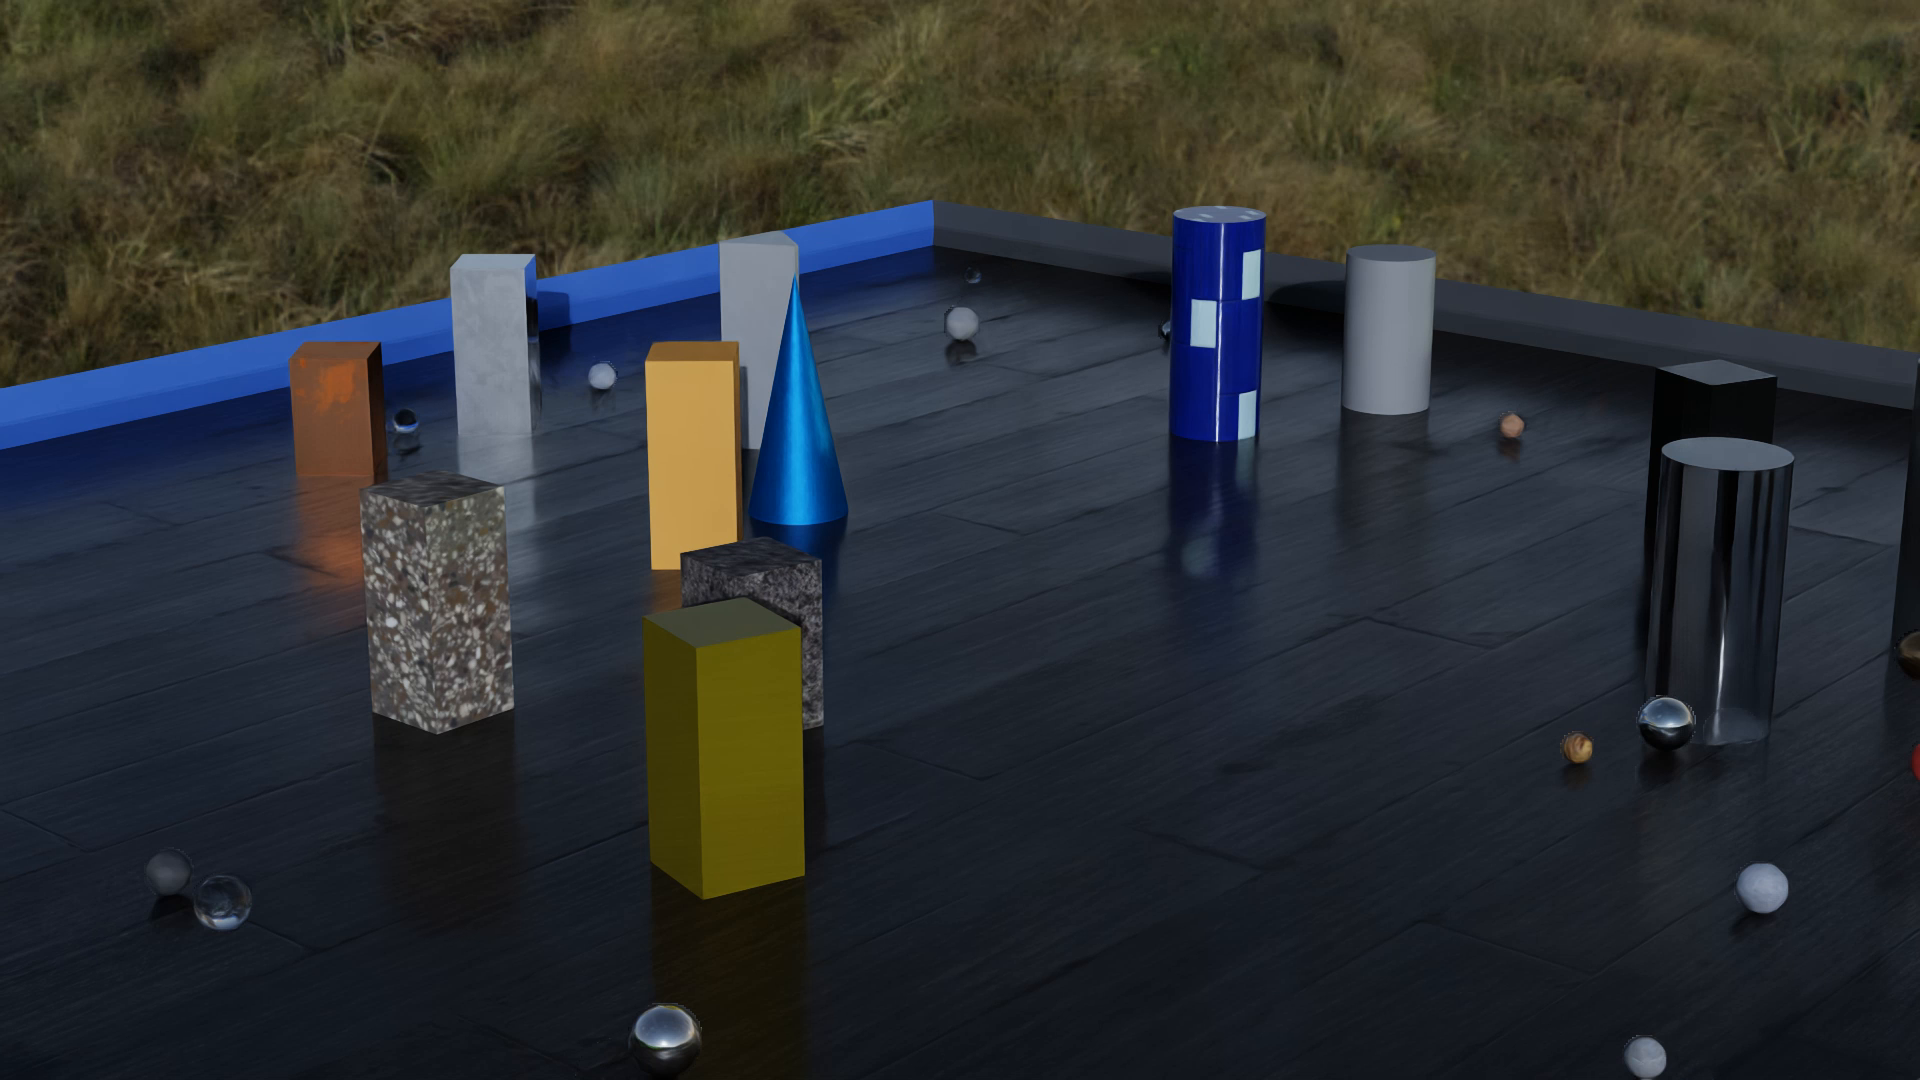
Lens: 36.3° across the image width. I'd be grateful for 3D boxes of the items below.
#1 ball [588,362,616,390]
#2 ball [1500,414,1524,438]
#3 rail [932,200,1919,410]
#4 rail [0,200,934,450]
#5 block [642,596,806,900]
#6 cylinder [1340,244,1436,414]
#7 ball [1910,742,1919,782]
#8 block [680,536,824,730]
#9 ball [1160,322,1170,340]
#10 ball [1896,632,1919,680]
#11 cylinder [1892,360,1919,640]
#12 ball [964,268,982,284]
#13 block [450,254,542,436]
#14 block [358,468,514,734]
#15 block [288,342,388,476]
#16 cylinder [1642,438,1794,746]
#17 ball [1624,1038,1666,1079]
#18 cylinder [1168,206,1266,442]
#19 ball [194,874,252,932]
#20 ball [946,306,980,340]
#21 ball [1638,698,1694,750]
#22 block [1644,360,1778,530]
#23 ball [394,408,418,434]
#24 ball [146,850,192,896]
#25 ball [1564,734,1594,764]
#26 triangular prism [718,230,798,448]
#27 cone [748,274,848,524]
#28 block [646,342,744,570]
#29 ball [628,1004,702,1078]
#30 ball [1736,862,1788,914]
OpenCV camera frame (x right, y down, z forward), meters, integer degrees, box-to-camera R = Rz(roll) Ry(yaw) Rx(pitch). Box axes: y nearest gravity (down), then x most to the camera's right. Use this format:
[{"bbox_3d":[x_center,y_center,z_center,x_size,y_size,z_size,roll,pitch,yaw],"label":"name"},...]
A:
[{"bbox_3d":[-0.800,-0.366,6.553,0.061,0.061,0.061,0,17,0],"label":"ball"},{"bbox_3d":[1.156,-0.238,6.146,0.051,0.051,0.051,0,17,0],"label":"ball"},{"bbox_3d":[1.520,-0.474,6.796,4.268,0.126,0.045,14,22,39],"label":"rail"},{"bbox_3d":[-1.594,-0.368,6.445,0.045,0.126,4.684,14,22,39],"label":"rail"},{"bbox_3d":[-0.315,0.276,3.921,0.155,0.352,0.155,-10,20,-31],"label":"block"},{"bbox_3d":[0.933,-0.460,6.388,0.193,0.336,0.193,0,17,0],"label":"cylinder"},{"bbox_3d":[1.417,0.322,4.236,0.083,0.083,0.083,0,17,0],"label":"ball"},{"bbox_3d":[-0.317,0.152,4.481,0.155,0.266,0.155,-12,21,-35],"label":"block"},{"bbox_3d":[0.504,-0.500,7.020,0.046,0.046,0.046,0,17,0],"label":"ball"},{"bbox_3d":[1.540,0.186,4.696,0.078,0.078,0.078,0,17,0],"label":"ball"},{"bbox_3d":[1.662,-0.062,4.845,0.193,0.465,0.193,0,17,0],"label":"cylinder"},{"bbox_3d":[0.035,-0.691,7.660,0.044,0.044,0.044,0,17,0],"label":"ball"},{"bbox_3d":[-0.979,-0.413,6.197,0.155,0.357,0.155,0,17,1],"label":"block"},{"bbox_3d":[-0.805,0.092,4.516,0.155,0.360,0.155,14,22,39],"label":"block"},{"bbox_3d":[-1.253,-0.267,5.917,0.155,0.238,0.155,0,17,0],"label":"block"},{"bbox_3d":[1.149,0.076,4.450,0.193,0.429,0.193,0,17,0],"label":"cylinder"},{"bbox_3d":[0.791,0.598,3.382,0.048,0.048,0.048,0,17,0],"label":"ball"},{"bbox_3d":[0.539,-0.455,6.155,0.193,0.462,0.193,0,17,0],"label":"cylinder"},{"bbox_3d":[-0.948,0.467,3.770,0.073,0.073,0.073,0,17,0],"label":"ball"},{"bbox_3d":[0.005,-0.518,7.024,0.081,0.081,0.081,0,17,0],"label":"ball"},{"bbox_3d":[1.058,0.275,4.389,0.080,0.080,0.080,0,17,0],"label":"ball"},{"bbox_3d":[1.396,-0.163,5.454,0.155,0.307,0.155,-8,19,-26],"label":"block"},{"bbox_3d":[-1.169,-0.250,6.184,0.053,0.053,0.053,0,17,0],"label":"ball"},{"bbox_3d":[-1.048,0.441,3.883,0.059,0.059,0.059,0,17,0],"label":"ball"},{"bbox_3d":[0.916,0.309,4.344,0.044,0.044,0.044,0,17,0],"label":"ball"},{"bbox_3d":[-0.393,-0.415,6.075,0.167,0.431,0.145,4,17,13],"label":"triangular prism"},{"bbox_3d":[-0.310,-0.279,5.565,0.193,0.465,0.193,0,17,0],"label":"cone"},{"bbox_3d":[-0.477,-0.153,5.289,0.155,0.384,0.155,0,17,0],"label":"block"},{"bbox_3d":[-0.341,0.578,3.385,0.083,0.083,0.083,0,17,0],"label":"ball"},{"bbox_3d":[1.047,0.454,3.827,0.066,0.066,0.066,0,17,0],"label":"ball"}]
